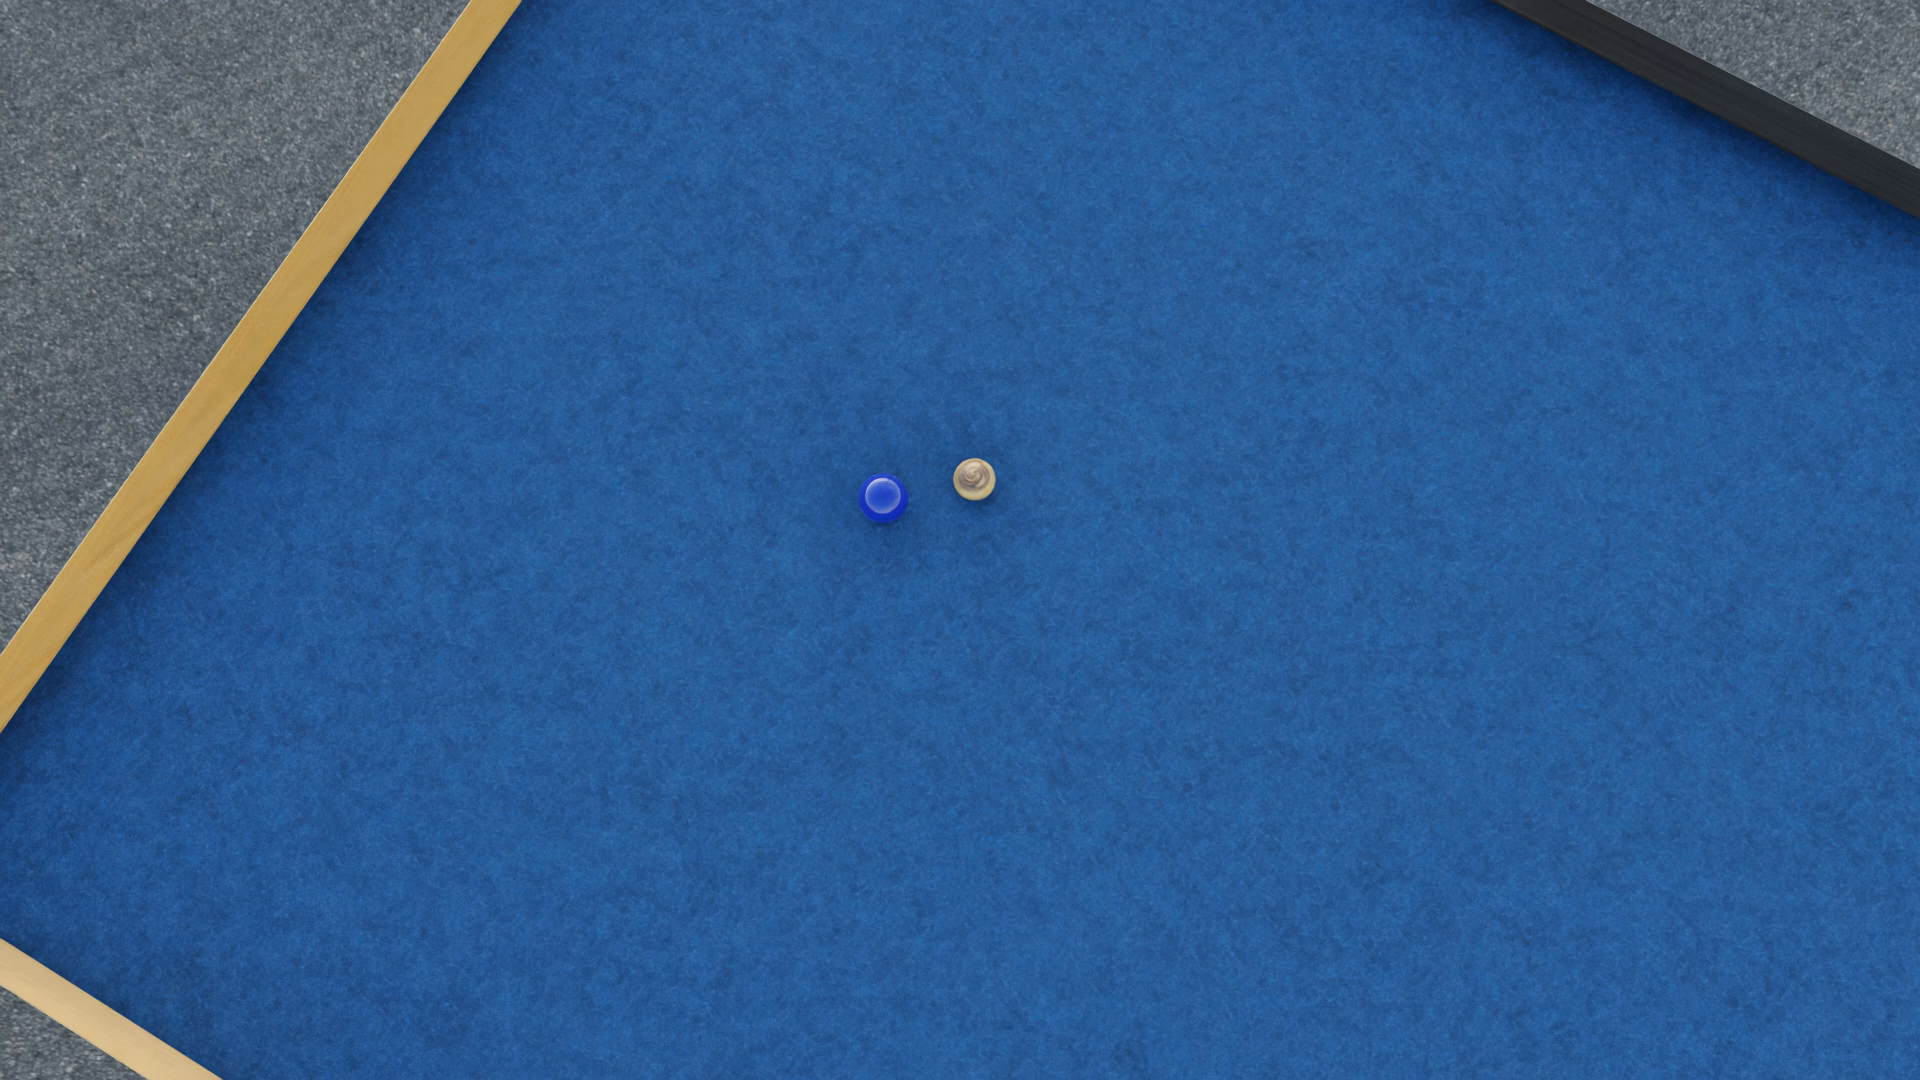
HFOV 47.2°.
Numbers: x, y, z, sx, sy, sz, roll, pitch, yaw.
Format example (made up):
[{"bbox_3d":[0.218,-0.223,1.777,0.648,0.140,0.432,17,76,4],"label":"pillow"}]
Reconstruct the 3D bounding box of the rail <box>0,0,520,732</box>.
[{"bbox_3d":[-0.946,-0.540,3.485,0.045,0.102,2.533,30,77,8],"label":"rail"}]

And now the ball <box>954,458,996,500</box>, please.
[{"bbox_3d":[0.022,-0.093,3.382,0.066,0.066,0.066,0,75,0],"label":"ball"}]

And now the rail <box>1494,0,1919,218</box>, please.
[{"bbox_3d":[1.596,-0.490,3.472,4.483,0.102,0.045,30,77,8],"label":"rail"}]

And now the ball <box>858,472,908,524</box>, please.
[{"bbox_3d":[-0.117,-0.064,3.368,0.078,0.078,0.078,0,75,0],"label":"ball"}]

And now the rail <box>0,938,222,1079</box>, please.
[{"bbox_3d":[0.337,1.576,2.903,4.483,0.102,0.045,30,77,8],"label":"rail"}]
